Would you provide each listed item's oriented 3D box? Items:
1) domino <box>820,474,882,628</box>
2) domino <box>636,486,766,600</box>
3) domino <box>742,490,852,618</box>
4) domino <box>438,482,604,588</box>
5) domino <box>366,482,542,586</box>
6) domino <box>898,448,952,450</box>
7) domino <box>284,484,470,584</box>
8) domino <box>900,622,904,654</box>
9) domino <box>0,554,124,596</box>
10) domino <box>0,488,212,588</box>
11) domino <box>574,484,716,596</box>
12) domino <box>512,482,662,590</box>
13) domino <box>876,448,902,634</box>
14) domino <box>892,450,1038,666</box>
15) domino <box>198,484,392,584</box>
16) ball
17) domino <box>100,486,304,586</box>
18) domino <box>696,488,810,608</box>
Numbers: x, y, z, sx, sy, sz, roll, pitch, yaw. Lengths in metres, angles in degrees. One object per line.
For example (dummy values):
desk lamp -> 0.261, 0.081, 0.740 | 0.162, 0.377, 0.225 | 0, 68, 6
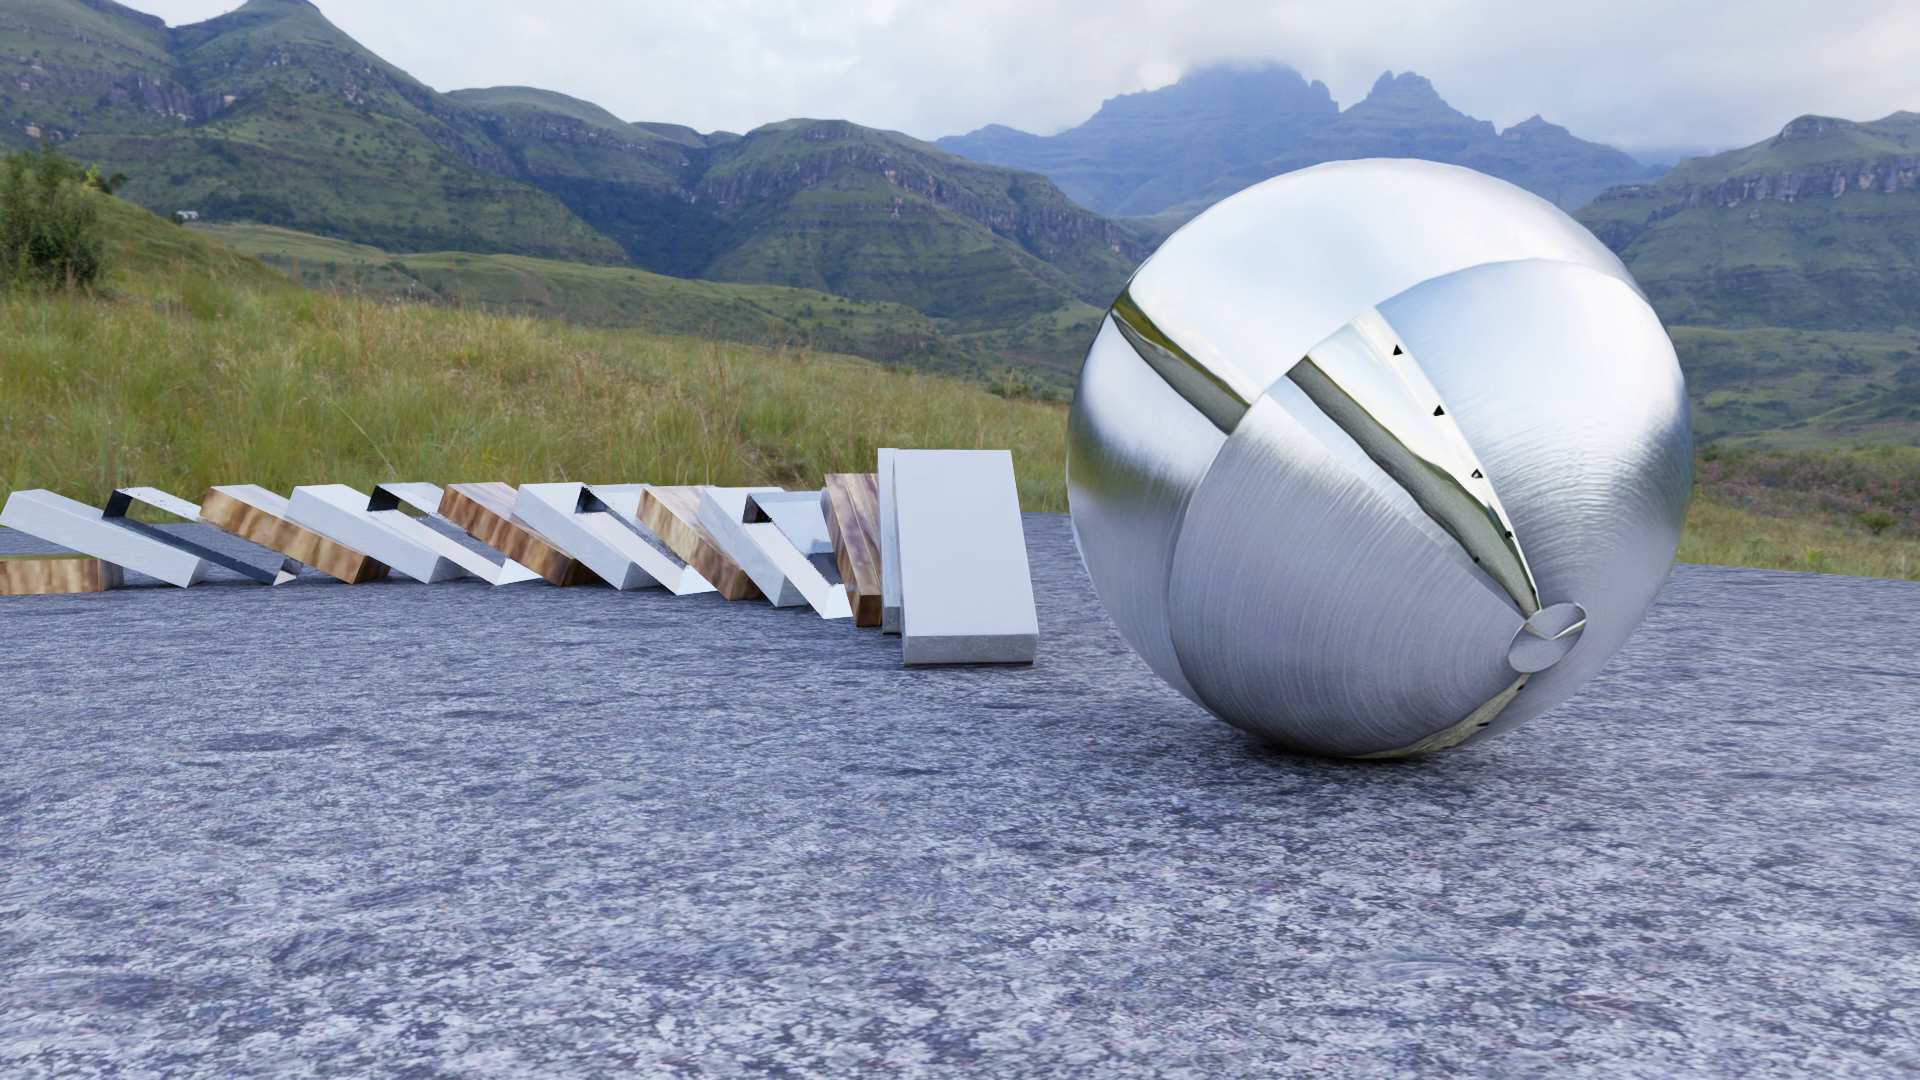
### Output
domino -> -0.018, 0.001, 0.318 | 0.025, 0.009, 0.050 | -1, 37, -17
domino -> -0.069, 0.000, 0.369 | 0.025, 0.010, 0.050 | -4, 31, -46
domino -> -0.035, 0.003, 0.335 | 0.025, 0.009, 0.050 | -3, 30, -35
domino -> -0.134, -0.002, 0.398 | 0.050, 0.009, 0.025 | 28, 13, 16
domino -> -0.157, -0.003, 0.403 | 0.050, 0.009, 0.025 | 27, 10, 11
domino -> -0.001, 0.000, 0.288 | 0.025, 0.009, 0.050 | 0, 47, -6
domino -> -0.181, -0.002, 0.403 | 0.050, 0.009, 0.025 | 25, 6, 4
domino -> -0.001, 0.001, 0.274 | 0.025, 0.009, 0.050 | 0, 47, -6
domino -> -0.276, 0.010, 0.373 | 0.050, 0.010, 0.025 | -1, 5, -19
domino -> -0.252, -0.001, 0.382 | 0.050, 0.010, 0.025 | 24, -4, -20
domino -> -0.089, -0.001, 0.382 | 0.050, 0.009, 0.025 | 33, 22, 30
domino -> -0.110, -0.002, 0.392 | 0.050, 0.010, 0.025 | 31, 18, 25
domino -> -0.006, -0.001, 0.301 | 0.025, 0.009, 0.050 | 0, 47, -6
domino -> 0.000, 0.002, 0.260 | 0.025, 0.009, 0.050 | 0, 48, -6
domino -> -0.205, -0.002, 0.400 | 0.050, 0.010, 0.025 | 25, 3, -3
ball -> 0.054, -0.011, 0.175 | 0.080, 0.080, 0.080 | 0, 4, 0
domino -> -0.229, -0.001, 0.392 | 0.050, 0.009, 0.025 | 24, -1, -12
domino -> -0.050, 0.001, 0.354 | 0.025, 0.010, 0.050 | -2, 30, -38
